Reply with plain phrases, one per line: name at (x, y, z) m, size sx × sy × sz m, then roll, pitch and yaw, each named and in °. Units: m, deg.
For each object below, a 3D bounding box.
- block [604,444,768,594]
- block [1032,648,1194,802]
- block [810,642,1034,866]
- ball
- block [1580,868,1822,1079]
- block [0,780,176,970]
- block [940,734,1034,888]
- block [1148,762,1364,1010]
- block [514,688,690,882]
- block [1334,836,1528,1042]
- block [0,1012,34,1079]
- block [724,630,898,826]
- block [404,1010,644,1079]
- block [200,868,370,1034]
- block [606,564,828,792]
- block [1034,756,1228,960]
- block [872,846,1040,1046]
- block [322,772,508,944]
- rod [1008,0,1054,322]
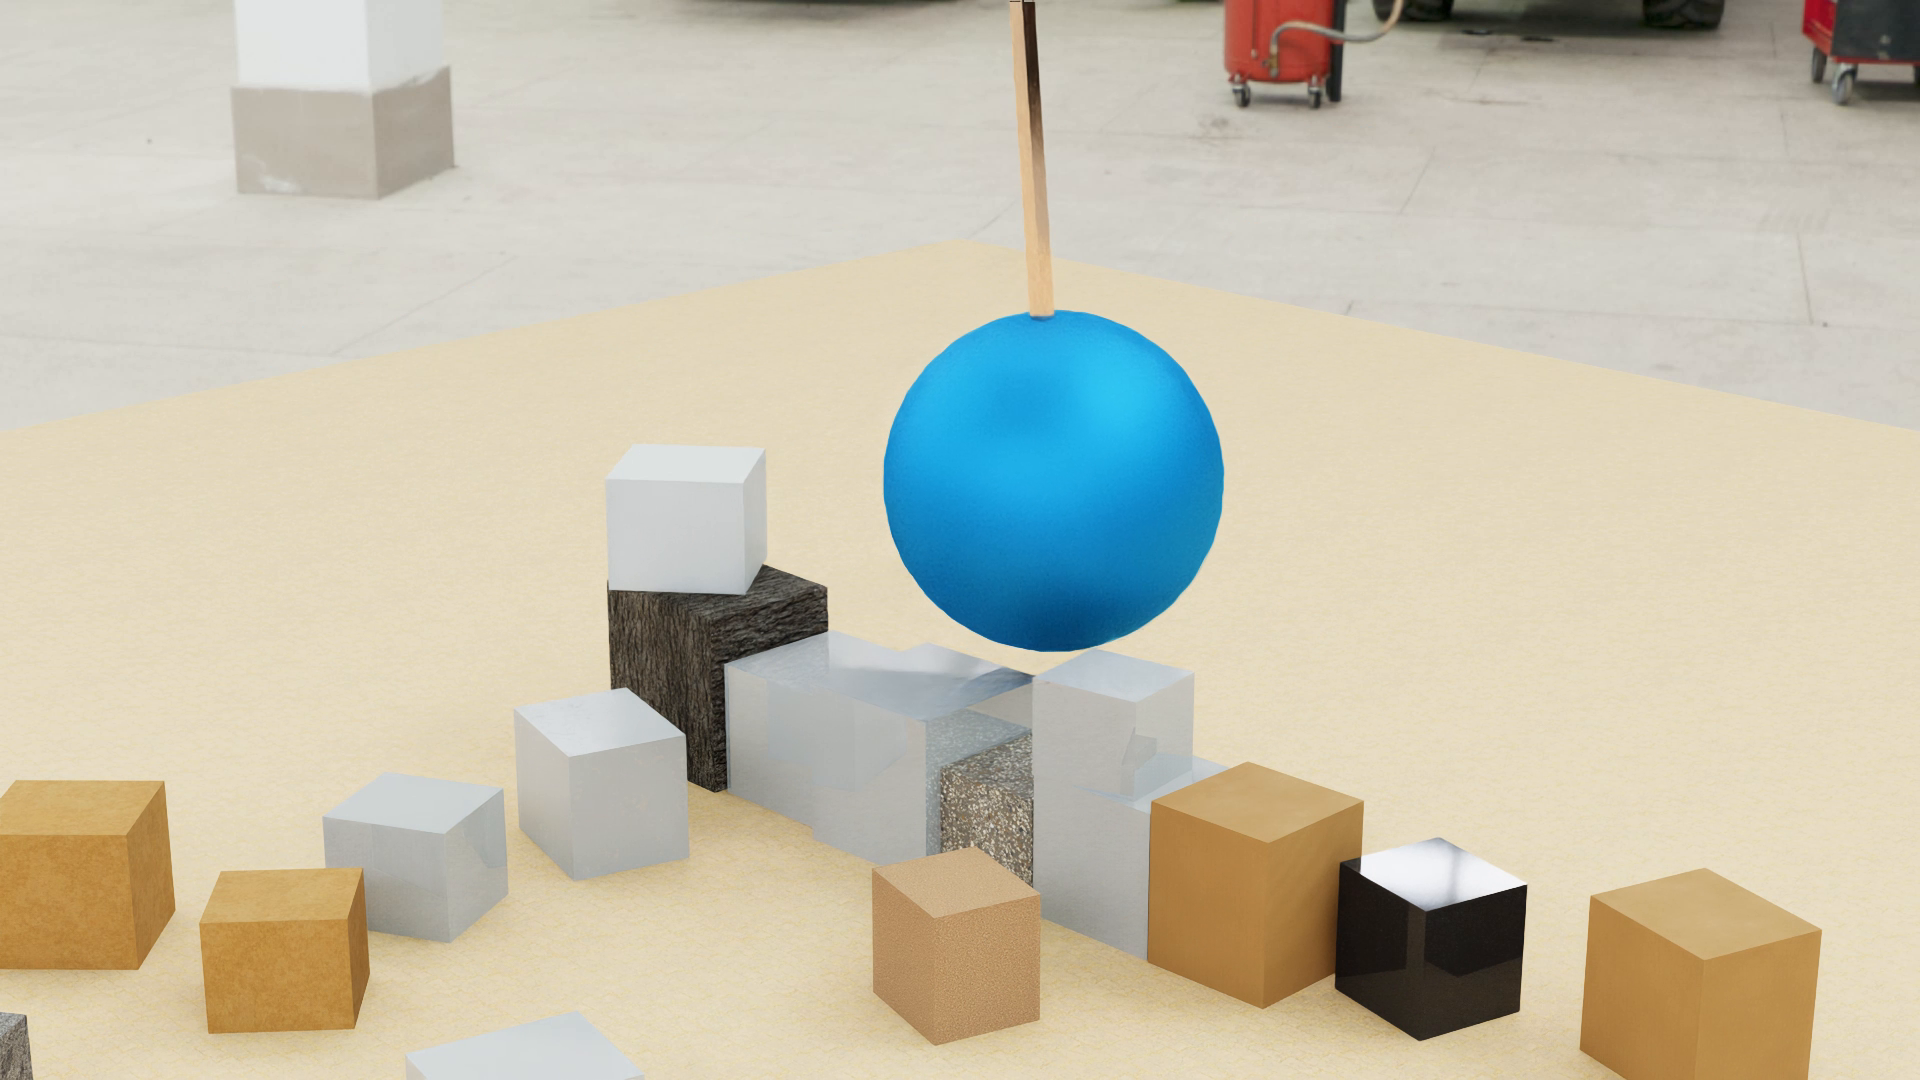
block at (-1.366, -0.110, 14.743) m, size 0.686 × 0.575 × 0.640 m, roll 2°, pitch 18°, yaw 6°
block at (0.668, 0.799, 12.778) m, size 0.529 × 0.453 × 0.472 m, roll 12°, pitch 21°, yaw 34°
block at (-0.154, 1.029, 13.765) m, size 0.740 × 0.783 × 0.789 m, roll 16°, pitch 23°, yaw 41°
ball at (0.436, -0.276, 13.711) m, size 1.600 × 1.600 × 1.600 m, roll 0°, pitch 17°, yaw 0°
block at (2.911, 1.777, 11.560) m, size 0.589 × 0.677 × 0.665 m, roll -9°, pitch 20°, yaw -26°
block at (-3.831, 1.445, 12.707) m, size 0.657 × 0.622 × 0.605 m, roll 0°, pitch 17°, yaw 0°
block at (0.340, 1.278, 13.377) m, size 0.567 × 0.540 × 0.642 m, roll 17°, pitch 24°, yaw 42°
block at (1.255, 1.455, 12.469) m, size 0.633 × 0.746 × 0.637 m, roll 17°, pitch 24°, yaw 42°
block at (-1.681, 1.133, 13.721) m, size 0.573 × 0.611 × 0.714 m, roll -9°, pitch 20°, yaw -27°
block at (1.946, 1.645, 12.151) m, size 0.528 × 0.576 × 0.562 m, roll -10°, pitch 20°, yaw -29°
block at (-3.841, 2.063, 11.102) m, size 0.450 × 0.407 × 0.472 m, roll 4°, pitch 18°, yaw 12°
block at (-0.643, 0.918, 14.309) m, size 0.716 × 0.669 × 0.696 m, roll -17°, pitch 24°, yaw -42°
block at (-1.565, 2.144, 10.604) m, size 0.677 × 0.552 × 0.585 m, roll -10°, pitch 20°, yaw -30°
block at (-2.786, 1.693, 12.135) m, size 0.589 × 0.492 × 0.516 m, roll -1°, pitch 17°, yaw -4°
block at (-1.216, 0.646, 14.792) m, size 0.742 × 0.898 × 0.839 m, roll -16°, pitch 23°, yaw -40°
block at (0.791, 1.344, 12.935) m, size 0.644 × 0.680 × 0.677 m, roll -17°, pitch 24°, yaw -42°
block at (-0.018, 1.667, 12.099) m, size 0.489 × 0.564 × 0.555 m, roll -9°, pitch 20°, yaw -27°
block at (-2.411, 1.403, 13.021) m, size 0.596 × 0.515 × 0.550 m, roll 6°, pitch 18°, yaw 18°
rod at (0.189, -3.429, 12.462) m, size 0.080 × 5.200 × 0.080 m, roll 17°, pitch 30°, yaw 42°
